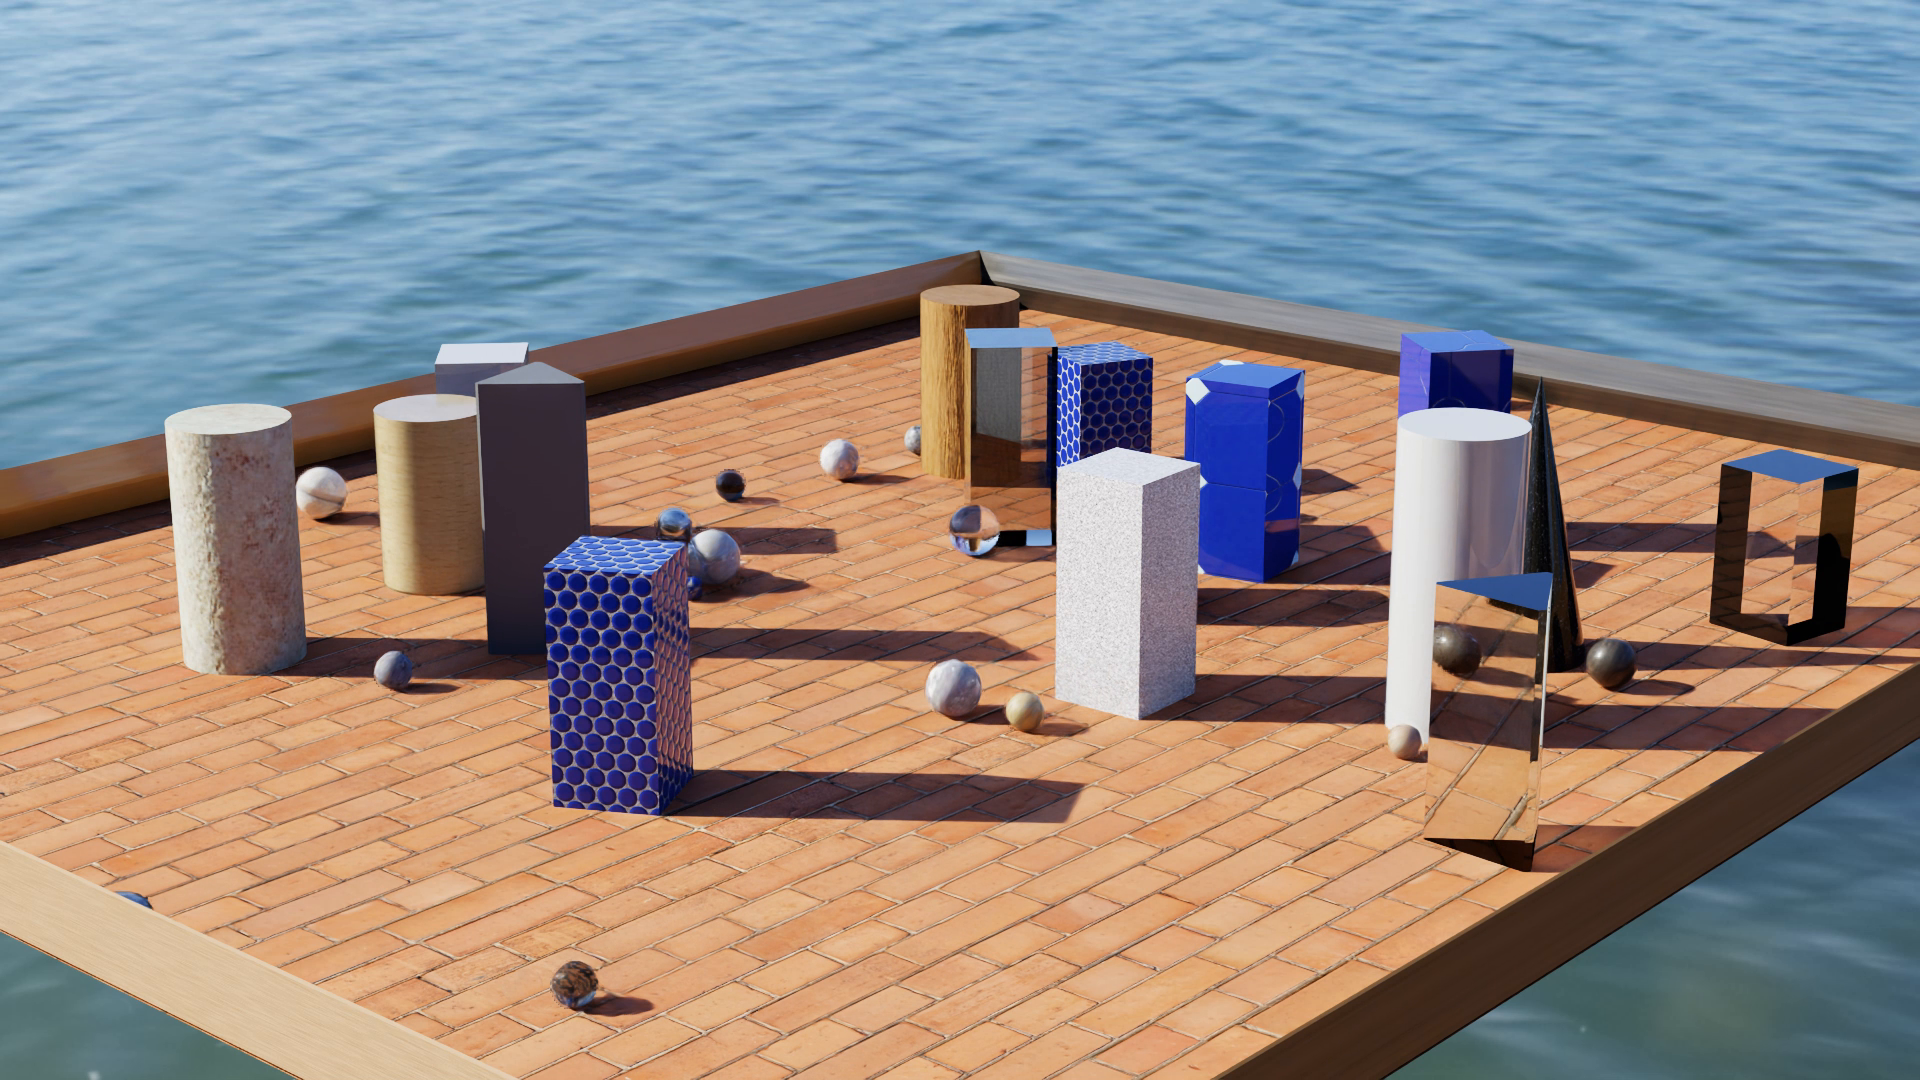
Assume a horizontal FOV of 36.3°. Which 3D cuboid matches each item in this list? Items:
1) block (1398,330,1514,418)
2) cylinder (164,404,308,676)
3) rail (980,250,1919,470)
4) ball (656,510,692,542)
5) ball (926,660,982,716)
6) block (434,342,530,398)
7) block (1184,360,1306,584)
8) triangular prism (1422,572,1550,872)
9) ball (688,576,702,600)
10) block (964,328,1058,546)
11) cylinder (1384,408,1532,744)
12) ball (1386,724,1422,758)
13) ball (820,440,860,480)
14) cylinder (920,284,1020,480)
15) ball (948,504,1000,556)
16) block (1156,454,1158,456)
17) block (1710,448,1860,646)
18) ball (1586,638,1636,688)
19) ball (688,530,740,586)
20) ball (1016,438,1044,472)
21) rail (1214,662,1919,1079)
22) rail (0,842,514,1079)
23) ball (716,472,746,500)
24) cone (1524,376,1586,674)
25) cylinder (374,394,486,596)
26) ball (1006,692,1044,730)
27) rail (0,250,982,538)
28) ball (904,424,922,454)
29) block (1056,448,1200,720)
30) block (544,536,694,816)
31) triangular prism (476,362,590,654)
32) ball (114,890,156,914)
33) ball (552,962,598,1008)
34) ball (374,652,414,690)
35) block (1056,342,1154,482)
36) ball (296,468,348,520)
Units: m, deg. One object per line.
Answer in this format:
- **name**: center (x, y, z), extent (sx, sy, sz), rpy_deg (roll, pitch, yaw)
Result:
- **block**: center (0.912, -0.188, 5.435), extent (0.159, 0.370, 0.159), rpy_deg (-3, 17, -11)
- **cylinder**: center (-1.175, -0.003, 4.766), extent (0.198, 0.402, 0.198), rpy_deg (0, 17, 0)
- **rail**: center (1.219, -0.373, 6.464), extent (3.139, 0.129, 0.045), rpy_deg (14, 22, 39)
- **ball**: center (-0.527, -0.024, 5.417), extent (0.066, 0.066, 0.066), rpy_deg (0, 17, 0)
- **ball**: center (-0.010, 0.229, 4.541), extent (0.088, 0.088, 0.088), rpy_deg (0, 17, 0)
- **block**: center (-0.875, -0.173, 5.418), extent (0.159, 0.353, 0.159), rpy_deg (-1, 17, -5)
- **block**: center (0.507, -0.124, 5.249), extent (0.159, 0.356, 0.159), rpy_deg (9, 19, 28)
- **triangular prism**: center (0.757, 0.238, 4.018), extent (0.172, 0.372, 0.149), rpy_deg (16, 23, 42)
- **ball**: center (-0.468, 0.084, 5.103), extent (0.042, 0.042, 0.042), rpy_deg (0, 17, 0)
- **block**: center (0.093, -0.191, 5.437), extent (0.159, 0.376, 0.159), rpy_deg (-1, 17, -4)
- **cylinder**: center (0.753, 0.055, 4.445), extent (0.198, 0.476, 0.198), rpy_deg (0, 17, 0)
- **ball**: center (0.662, 0.299, 4.371), extent (0.051, 0.051, 0.051), rpy_deg (0, 17, 0)
- **ball**: center (-0.240, -0.160, 5.850), extent (0.079, 0.079, 0.079), rpy_deg (0, 17, 0)
- **cylinder**: center (0.020, -0.319, 5.897), extent (0.198, 0.355, 0.198), rpy_deg (0, 17, 0)
- **ball**: center (0.026, -0.018, 5.352), extent (0.094, 0.094, 0.094), rpy_deg (0, 17, 0)
- **block**: center (0.298, -0.003, 5.044), extent (0.159, 0.242, 0.159), rpy_deg (-6, 18, -20)
- **block**: center (1.385, 0.011, 4.932), extent (0.159, 0.280, 0.159), rpy_deg (-13, 21, -36)
- **ball**: center (1.037, 0.196, 4.666), extent (0.079, 0.079, 0.079), rpy_deg (0, 17, 0)
- **ball**: center (-0.437, 0.031, 5.178), extent (0.099, 0.099, 0.099), rpy_deg (0, 17, 0)
- **ball**: center (0.149, -0.172, 5.904), extent (0.069, 0.069, 0.069), rpy_deg (0, 17, 0)
- **rail**: center (1.167, 0.325, 4.149), extent (0.045, 0.129, 3.766), rpy_deg (14, 22, 39)
- **rail**: center (-1.219, 0.437, 3.776), extent (3.139, 0.129, 0.045), rpy_deg (14, 22, 39)
- **ball**: center (-0.446, -0.105, 5.702), extent (0.057, 0.057, 0.057), rpy_deg (0, 17, 0)
- **cone**: center (0.931, -0.039, 4.763), extent (0.198, 0.473, 0.198), rpy_deg (0, 17, 0)
- **cylinder**: center (-0.926, -0.081, 5.177), extent (0.198, 0.314, 0.198), rpy_deg (0, 17, 0)
- **ball**: center (0.100, 0.262, 4.483), extent (0.059, 0.059, 0.059), rpy_deg (0, 17, 0)
- **rail**: center (-1.167, -0.260, 6.090), extent (0.045, 0.129, 3.766), rpy_deg (14, 22, 39)
- **ball**: center (-0.083, -0.206, 6.032), extent (0.061, 0.061, 0.061), rpy_deg (0, 17, 0)
- **block**: center (0.261, 0.066, 4.581), extent (0.159, 0.377, 0.159), rpy_deg (13, 21, 36)
- **block**: center (-0.486, 0.192, 4.194), extent (0.159, 0.358, 0.159), rpy_deg (4, 17, 12)
- **triangular prism**: center (-0.693, -0.054, 4.838), extent (0.172, 0.458, 0.149), rpy_deg (-1, 17, -2)
- **ball**: center (-1.059, 0.483, 3.717), extent (0.076, 0.076, 0.076), rpy_deg (0, 17, 0)
- **ball**: center (-0.468, 0.540, 3.564), extent (0.056, 0.056, 0.056), rpy_deg (0, 17, 0)
- **ball**: center (-0.900, 0.207, 4.663), extent (0.060, 0.060, 0.060), rpy_deg (0, 17, 0)
- **block**: center (0.273, -0.244, 5.812), extent (0.159, 0.260, 0.159), rpy_deg (-8, 18, -24)
- **ball**: center (-1.216, -0.089, 5.578), extent (0.099, 0.099, 0.099), rpy_deg (0, 17, 0)
